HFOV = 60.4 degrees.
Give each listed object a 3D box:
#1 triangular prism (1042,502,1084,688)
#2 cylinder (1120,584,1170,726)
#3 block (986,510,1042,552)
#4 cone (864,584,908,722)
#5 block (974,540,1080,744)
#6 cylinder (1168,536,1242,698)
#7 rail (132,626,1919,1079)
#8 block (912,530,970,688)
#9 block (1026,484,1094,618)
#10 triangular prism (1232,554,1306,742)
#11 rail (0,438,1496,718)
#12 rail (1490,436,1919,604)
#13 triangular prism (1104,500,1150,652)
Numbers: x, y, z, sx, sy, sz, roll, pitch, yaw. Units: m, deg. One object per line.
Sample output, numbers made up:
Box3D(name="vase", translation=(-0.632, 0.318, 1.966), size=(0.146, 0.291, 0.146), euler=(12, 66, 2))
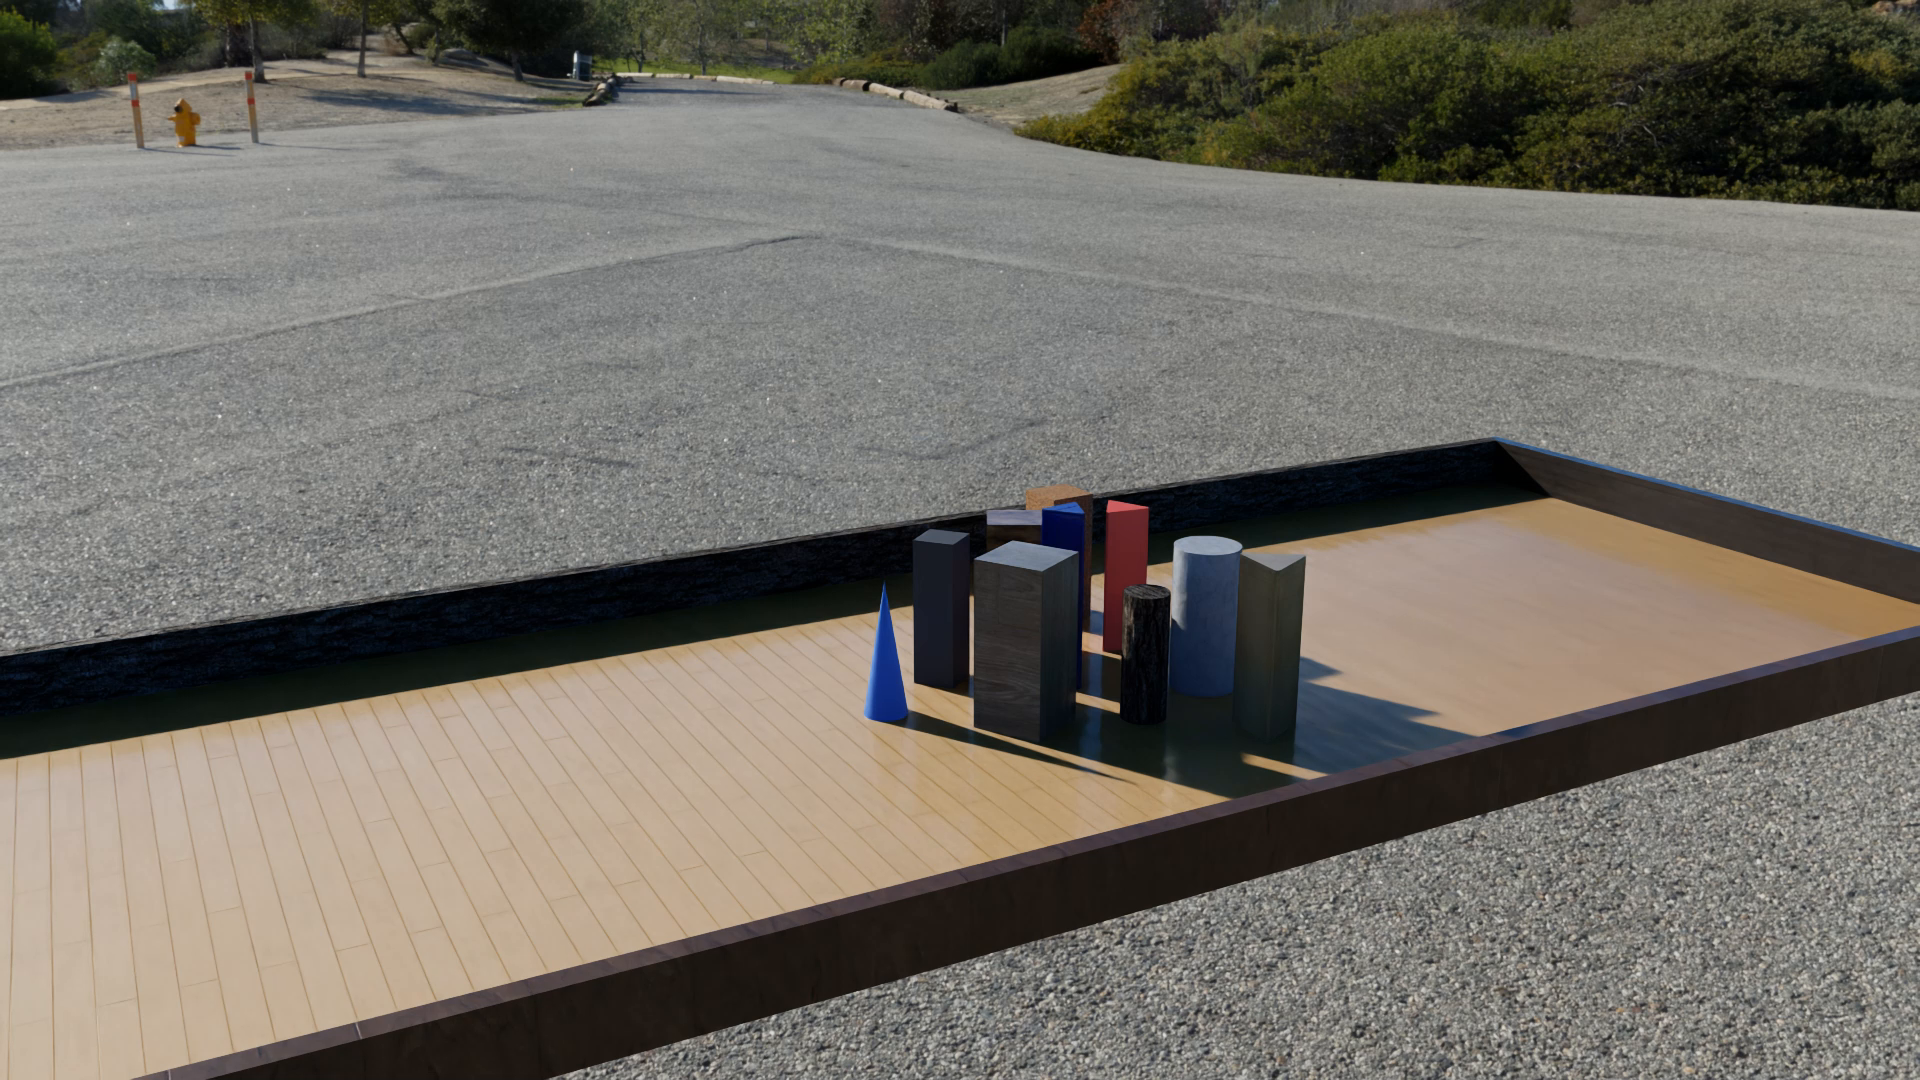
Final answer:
Box3D(name="triangular prism", translation=(0.267, 0.135, 4.096), size=(0.108, 0.451, 0.093), euler=(7, 18, 22))
Box3D(name="cylinder", translation=(0.436, 0.270, 3.884), size=(0.111, 0.312, 0.111), euler=(0, 16, 0))
Box3D(name="block", translation=(0.141, 0.115, 4.321), size=(0.142, 0.362, 0.142), euler=(0, 16, 1))
Box3D(name="cone", translation=(-0.177, 0.254, 3.899), size=(0.106, 0.333, 0.106), euler=(0, 16, 0))
Box3D(name="block", translation=(0.153, 0.233, 3.832), size=(0.176, 0.412, 0.176), euler=(10, 19, 30))
Box3D(name="cylinder", translation=(0.605, 0.187, 4.070), size=(0.166, 0.365, 0.166), euler=(0, 16, 0))
Box3D(name="rail", translation=(-2.336, 1.006, 1.665), size=(12.000, 0.150, 0.050), euler=(-9, 18, -27))
Box3D(name="block", translation=(-0.046, 0.171, 4.111), size=(0.107, 0.373, 0.107), euler=(7, 18, 21))
Box3D(name="block", translation=(0.274, 0.038, 4.596), size=(0.133, 0.355, 0.133), euler=(-10, 19, -31))
Box3D(name="triangular prism", translation=(0.696, 0.239, 3.811), size=(0.127, 0.413, 0.147), euler=(12, 20, 34))
Box3D(name="rail", translation=(-3.305, 0.497, 3.399), size=(12.000, 0.150, 0.050), euler=(-9, 18, -27))
Box3D(name="rail", translation=(2.466, -0.048, 5.253), size=(0.050, 0.150, 2.100), euler=(-9, 18, -27))
Box3D(name="triangular prism", translation=(0.415, 0.092, 4.367), size=(0.123, 0.381, 0.106), euler=(-7, 18, -21))
